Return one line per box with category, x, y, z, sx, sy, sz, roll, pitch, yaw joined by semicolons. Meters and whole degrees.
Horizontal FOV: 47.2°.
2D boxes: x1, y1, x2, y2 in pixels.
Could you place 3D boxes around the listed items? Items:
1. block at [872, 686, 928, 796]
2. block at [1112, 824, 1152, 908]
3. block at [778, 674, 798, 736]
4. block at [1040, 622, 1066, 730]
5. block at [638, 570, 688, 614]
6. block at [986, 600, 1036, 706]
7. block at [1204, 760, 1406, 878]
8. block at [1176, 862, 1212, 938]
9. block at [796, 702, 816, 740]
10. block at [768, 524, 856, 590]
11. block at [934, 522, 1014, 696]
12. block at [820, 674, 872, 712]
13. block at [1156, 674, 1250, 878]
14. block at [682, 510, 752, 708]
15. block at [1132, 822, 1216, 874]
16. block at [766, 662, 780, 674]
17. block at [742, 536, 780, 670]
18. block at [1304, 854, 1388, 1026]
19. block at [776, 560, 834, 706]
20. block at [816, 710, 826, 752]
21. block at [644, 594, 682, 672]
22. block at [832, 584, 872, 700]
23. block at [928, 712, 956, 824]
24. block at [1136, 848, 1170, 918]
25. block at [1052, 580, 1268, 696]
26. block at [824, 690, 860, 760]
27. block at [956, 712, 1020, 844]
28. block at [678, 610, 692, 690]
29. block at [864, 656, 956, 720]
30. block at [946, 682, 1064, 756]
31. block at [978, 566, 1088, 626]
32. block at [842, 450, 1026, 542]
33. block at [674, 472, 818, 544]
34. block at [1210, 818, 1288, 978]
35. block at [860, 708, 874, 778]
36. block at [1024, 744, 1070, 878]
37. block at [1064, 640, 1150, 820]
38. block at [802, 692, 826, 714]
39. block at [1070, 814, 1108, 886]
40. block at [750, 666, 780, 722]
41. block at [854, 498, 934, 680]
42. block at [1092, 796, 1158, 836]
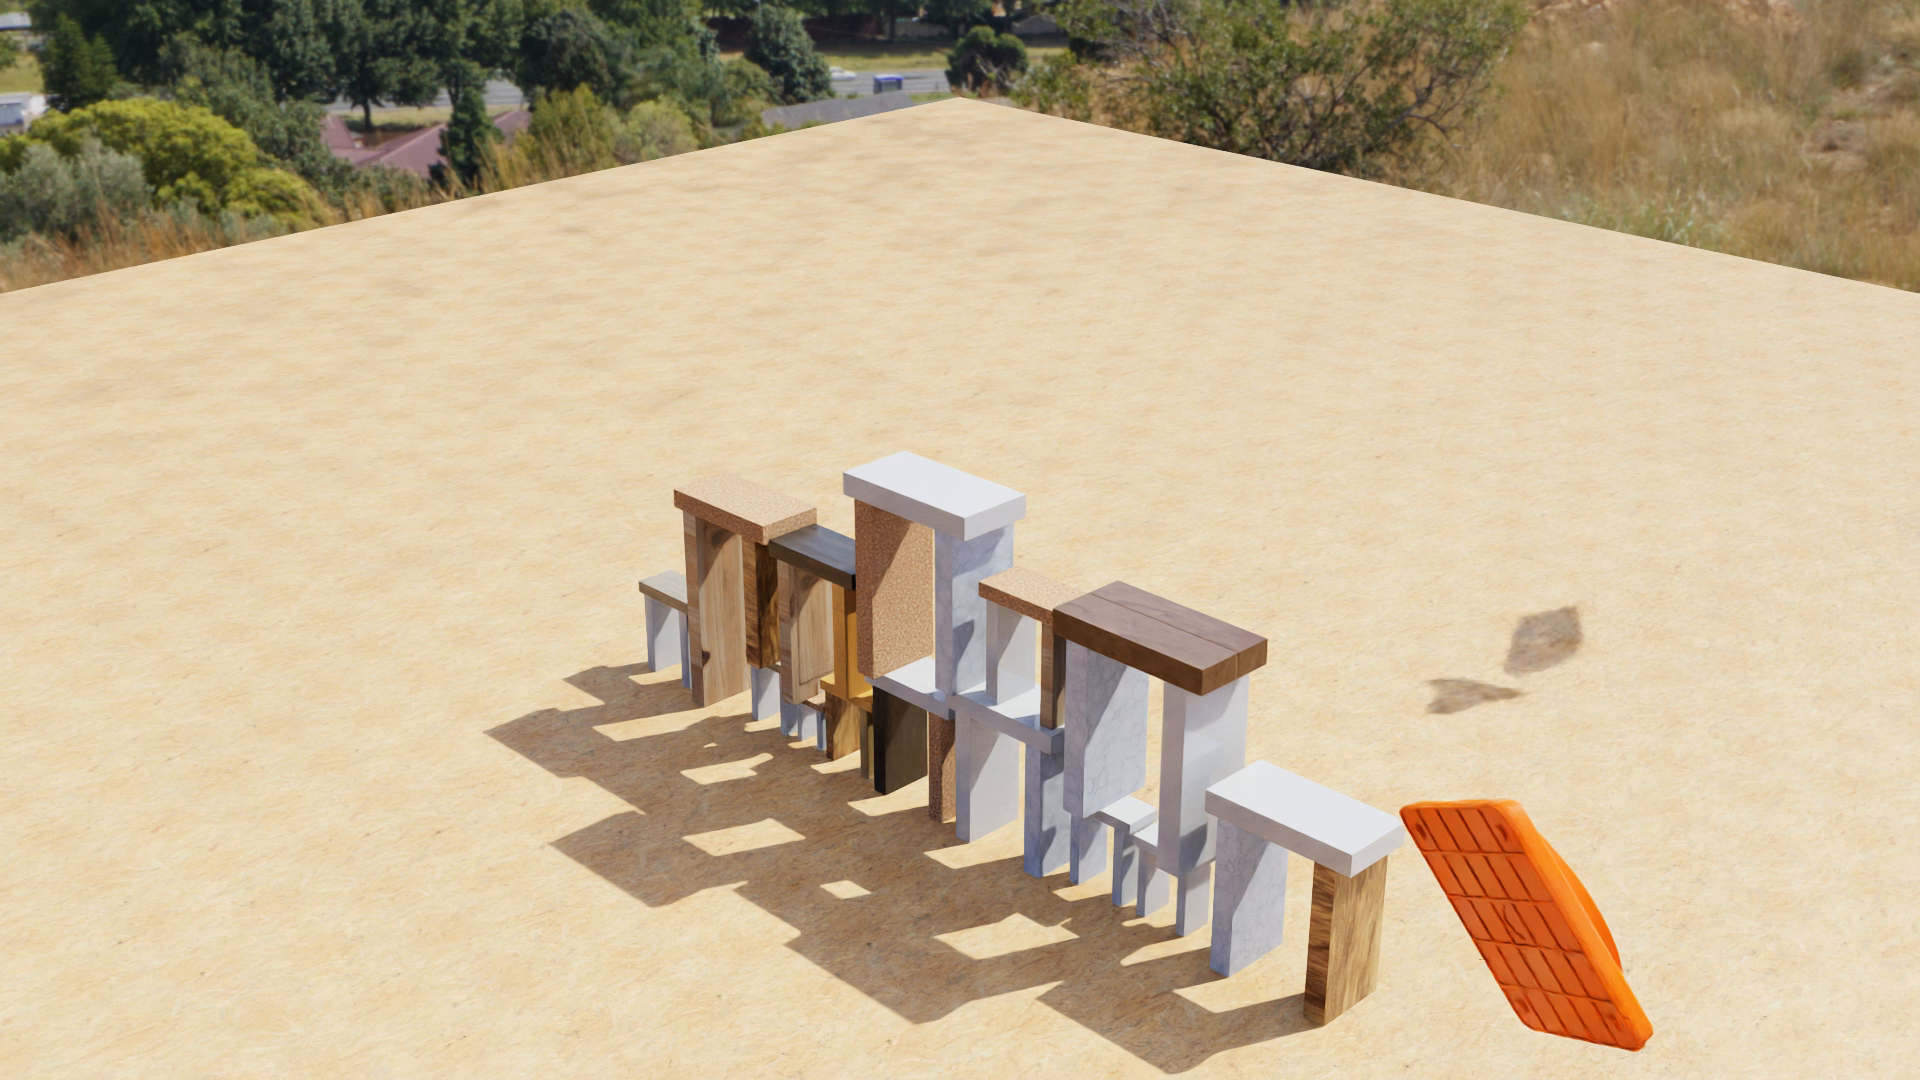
block;-0.122;0.393;4.525;0.034;0.242;0.121;21;31;41
block;0.323;0.602;4.136;0.081;0.162;0.023;-21;31;-40
block;-0.356;0.345;4.763;0.020;0.144;0.072;21;31;41
block;0.198;0.238;4.110;0.107;0.213;0.030;-21;31;-40
block;-0.630;0.118;4.966;0.188;0.027;0.094;21;31;41
block;0.098;0.199;4.203;0.107;0.213;0.030;-21;31;-40
block;0.592;0.476;3.788;0.311;0.044;0.155;21;31;41
block;0.429;0.652;4.041;0.071;0.142;0.020;-21;31;-40
block;-0.328;0.382;4.739;0.013;0.095;0.047;21;31;41
block;-0.261;0.034;4.520;0.254;0.036;0.127;21;31;40
block;0.028;0.118;4.240;0.167;0.334;0.047;-21;31;-40
block;-0.209;0.312;4.588;0.159;0.023;0.080;21;31;41
block;0.434;0.399;3.923;0.176;0.375;0.050;-21;31;-40
block;-0.529;0.134;4.854;0.042;0.461;0.149;21;31;41
block;0.394;0.564;4.040;0.071;0.020;0.142;-20;30;-39
block;-0.390;0.256;4.762;0.144;0.020;0.072;21;31;41
block;-0.390;0.113;4.693;0.042;0.297;0.149;21;31;41
block;0.665;0.668;3.790;0.044;0.310;0.155;21;31;41
block;-0.322;0.178;4.646;0.127;0.328;0.036;-21;31;-41
block;-0.284;0.399;4.698;0.013;0.095;0.047;21;31;41
block;-0.674;0.200;5.049;0.027;0.188;0.094;21;31;41
block;-0.201;0.190;4.522;0.036;0.254;0.127;21;31;41
block;-0.008;0.437;4.420;0.034;0.242;0.121;21;31;41
block;0.362;0.626;4.103;0.071;0.142;0.020;-21;31;-41
block;0.353;0.171;3.917;0.176;0.050;0.353;-21;31;-40
block;-0.247;0.381;4.658;0.080;0.159;0.023;-21;31;-41
block;0.055;0.447;4.351;0.040;0.279;0.139;21;31;41
block;-0.586;0.234;4.967;0.027;0.188;0.094;21;31;41
block;-0.065;0.288;4.418;0.121;0.034;0.242;-21;31;-41
block;0.120;0.326;4.229;0.140;0.040;0.279;-21;31;-41
block;0.148;0.107;4.109;0.107;0.030;0.213;-21;31;-40
block;-0.051;-0.088;4.238;0.334;0.047;0.167;21;31;41
block;-0.459;-0.070;4.692;0.297;0.042;0.149;21;31;41
block;0.519;0.611;3.924;0.044;0.310;0.155;21;31;41
block;-0.172;0.411;4.589;0.023;0.159;0.080;21;31;41
block;0.186;0.498;4.230;0.040;0.279;0.140;21;31;41
block;0.272;0.323;4.073;0.176;0.353;0.050;-21;31;-41
block;-0.307;0.341;4.697;0.094;0.013;0.047;21;31;40
block;0.247;0.572;4.206;0.081;0.162;0.023;-21;31;-40
block;-0.424;0.319;4.825;0.072;0.144;0.020;-21;31;-41
block;-0.130;0.076;4.392;0.167;0.376;0.047;-21;31;-41
block;0.285;0.501;4.135;0.081;0.023;0.162;-21;31;-41
